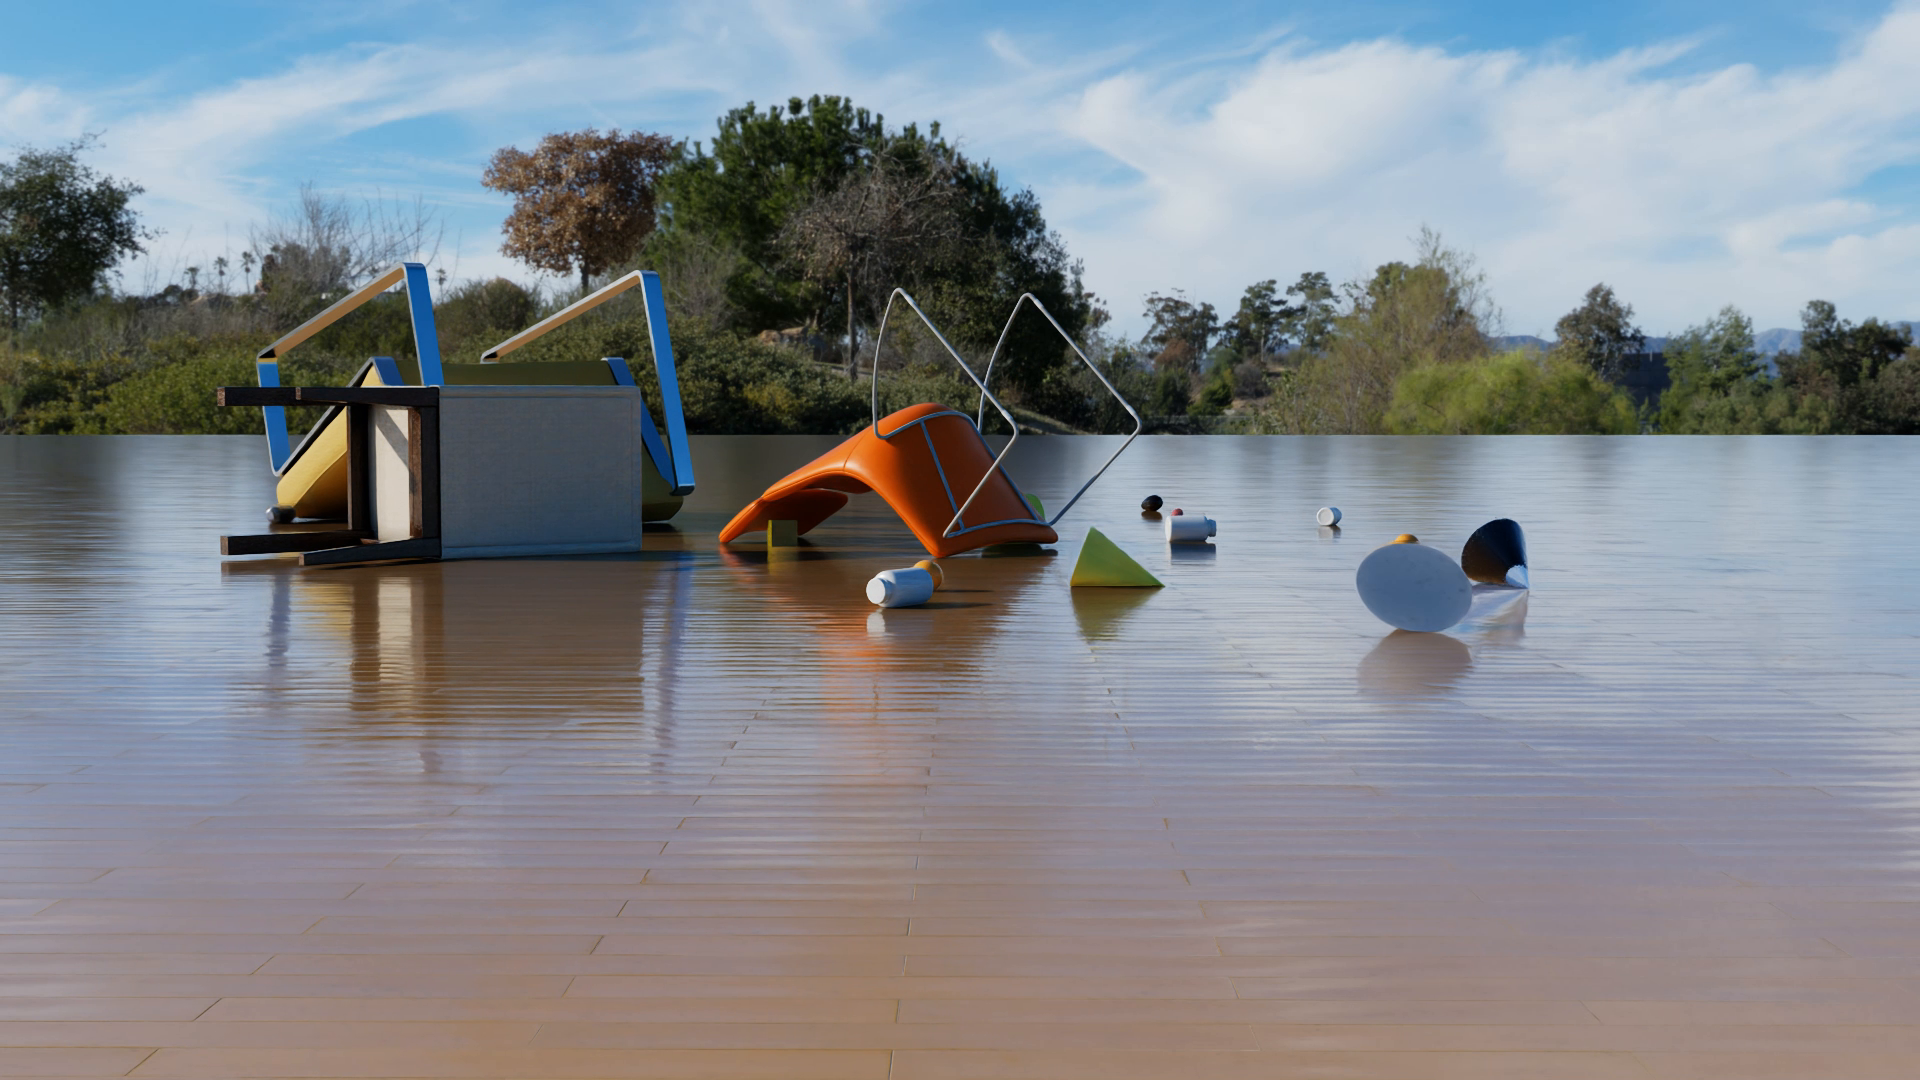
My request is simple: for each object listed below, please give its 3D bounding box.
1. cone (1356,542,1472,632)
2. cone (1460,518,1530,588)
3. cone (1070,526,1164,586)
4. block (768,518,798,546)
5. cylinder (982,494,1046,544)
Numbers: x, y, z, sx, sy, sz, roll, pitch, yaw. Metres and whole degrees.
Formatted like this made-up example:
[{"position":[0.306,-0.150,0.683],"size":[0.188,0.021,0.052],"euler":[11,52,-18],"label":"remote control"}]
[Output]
[{"position":[0.849,0.124,4.167],"size":[0.218,0.212,0.115],"euler":[2,-39,-2],"label":"cone"},{"position":[1.254,0.067,5.003],"size":[0.198,0.168,0.145],"euler":[47,6,-44],"label":"cone"},{"position":[0.373,0.070,5.018],"size":[0.205,0.144,0.164],"euler":[20,21,5],"label":"cone"},{"position":[-0.509,-0.021,6.307],"size":[0.075,0.074,0.063],"euler":[-1,4,-15],"label":"block"},{"position":[0.155,-0.061,6.407],"size":[0.136,0.147,0.129],"euler":[-2,-31,-31],"label":"cylinder"}]
